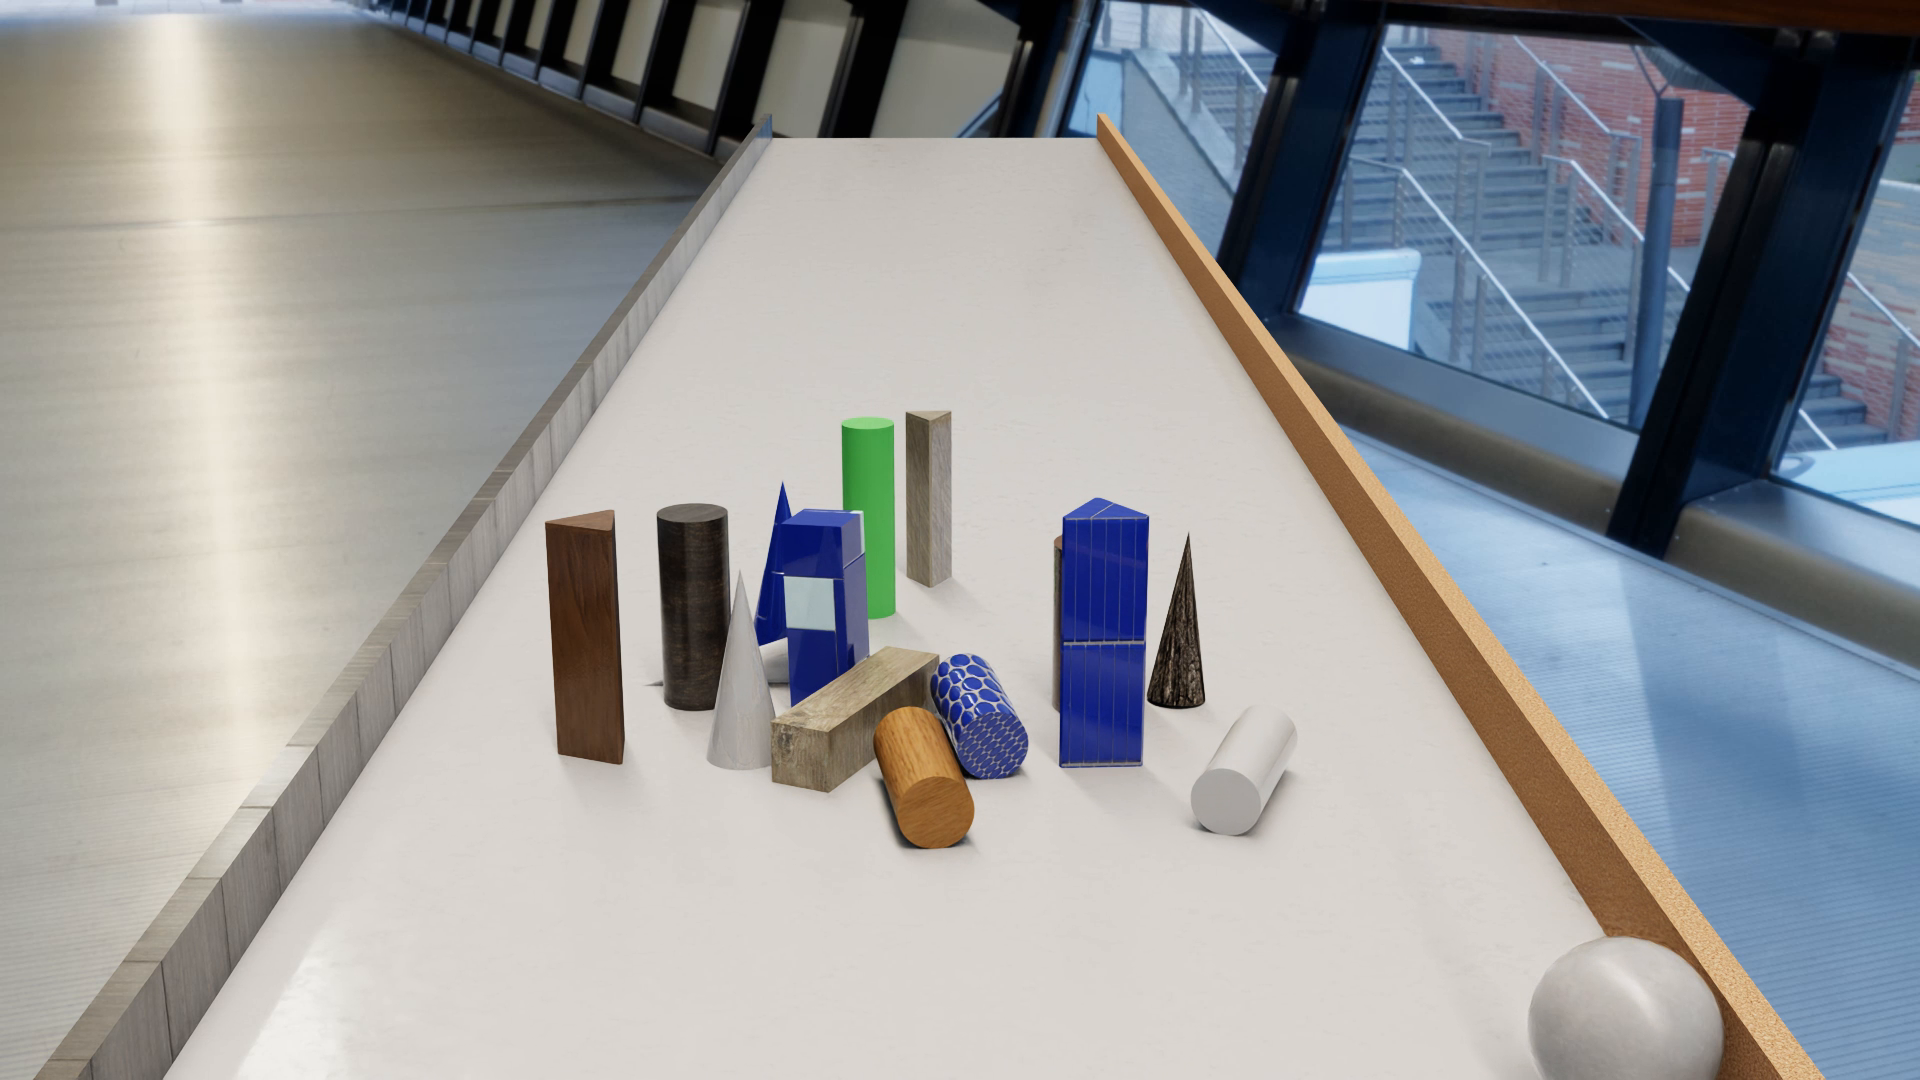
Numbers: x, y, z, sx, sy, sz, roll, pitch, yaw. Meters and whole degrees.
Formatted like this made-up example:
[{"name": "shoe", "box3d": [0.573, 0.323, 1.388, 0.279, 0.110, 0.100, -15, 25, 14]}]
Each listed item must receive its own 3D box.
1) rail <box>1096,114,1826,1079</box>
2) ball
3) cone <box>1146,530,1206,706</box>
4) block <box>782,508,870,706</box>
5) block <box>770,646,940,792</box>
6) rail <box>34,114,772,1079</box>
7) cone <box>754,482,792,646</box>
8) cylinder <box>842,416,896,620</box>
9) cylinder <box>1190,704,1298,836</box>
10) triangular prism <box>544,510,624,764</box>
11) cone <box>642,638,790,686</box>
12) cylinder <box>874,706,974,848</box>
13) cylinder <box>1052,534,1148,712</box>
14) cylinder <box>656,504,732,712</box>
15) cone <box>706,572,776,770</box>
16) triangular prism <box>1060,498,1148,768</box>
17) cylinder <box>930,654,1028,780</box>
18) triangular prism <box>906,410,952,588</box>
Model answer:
[{"name": "rail", "box3d": [0.932, -0.844, 7.801, 0.050, 0.150, 12.000, 0, 17, -1]}, {"name": "ball", "box3d": [0.830, 0.615, 2.747, 0.236, 0.236, 0.236, 0, 17, 0]}, {"name": "cone", "box3d": [0.421, 0.141, 4.164, 0.113, 0.328, 0.113, 3, 13, -1]}, {"name": "block", "box3d": [-0.248, 0.136, 4.111, 0.118, 0.368, 0.118, 3, 16, 17]}, {"name": "block", "box3d": [-0.182, 0.317, 3.964, 0.112, 0.112, 0.436, 8, 18, 24]}, {"name": "rail", "box3d": [-1.118, -0.838, 7.780, 0.050, 0.150, 12.000, 0, 17, -1]}, {"name": "cone", "box3d": [-0.350, 0.057, 4.391, 0.164, 0.368, 0.164, 0, 17, 0]}, {"name": "cylinder", "box3d": [-0.193, -0.046, 4.655, 0.110, 0.414, 0.110, 0, 17, 0]}, {"name": "cylinder", "box3d": [0.484, 0.386, 3.724, 0.117, 0.117, 0.309, 6, 17, 19]}, {"name": "triangular prism", "box3d": [-0.638, 0.168, 3.905, 0.132, 0.432, 0.115, 7, 18, 22]}, {"name": "cone", "box3d": [-0.404, 0.246, 4.286, 0.441, 0.131, 0.131, -10, 17, -3]}, {"name": "cylinder", "box3d": [-0.064, 0.394, 3.681, 0.126, 0.126, 0.316, -3, 17, -9]}, {"name": "cylinder", "box3d": [0.263, 0.158, 4.135, 0.177, 0.319, 0.177, 0, 16, 0]}, {"name": "cylinder", "box3d": [-0.499, 0.126, 4.152, 0.133, 0.370, 0.133, 0, 16, 0]}, {"name": "cone", "box3d": [-0.384, 0.216, 3.883, 0.141, 0.351, 0.141, 0, 17, 0]}, {"name": "triangular prism", "box3d": [0.246, 0.162, 3.877, 0.146, 0.458, 0.126, -1, 17, -3]}, {"name": "cylinder", "box3d": [0.032, 0.314, 3.952, 0.126, 0.126, 0.305, -3, 17, -9]}, {"name": "triangular prism", "box3d": [-0.056, -0.095, 4.878, 0.086, 0.381, 0.100, -11, 20, -32]}]
